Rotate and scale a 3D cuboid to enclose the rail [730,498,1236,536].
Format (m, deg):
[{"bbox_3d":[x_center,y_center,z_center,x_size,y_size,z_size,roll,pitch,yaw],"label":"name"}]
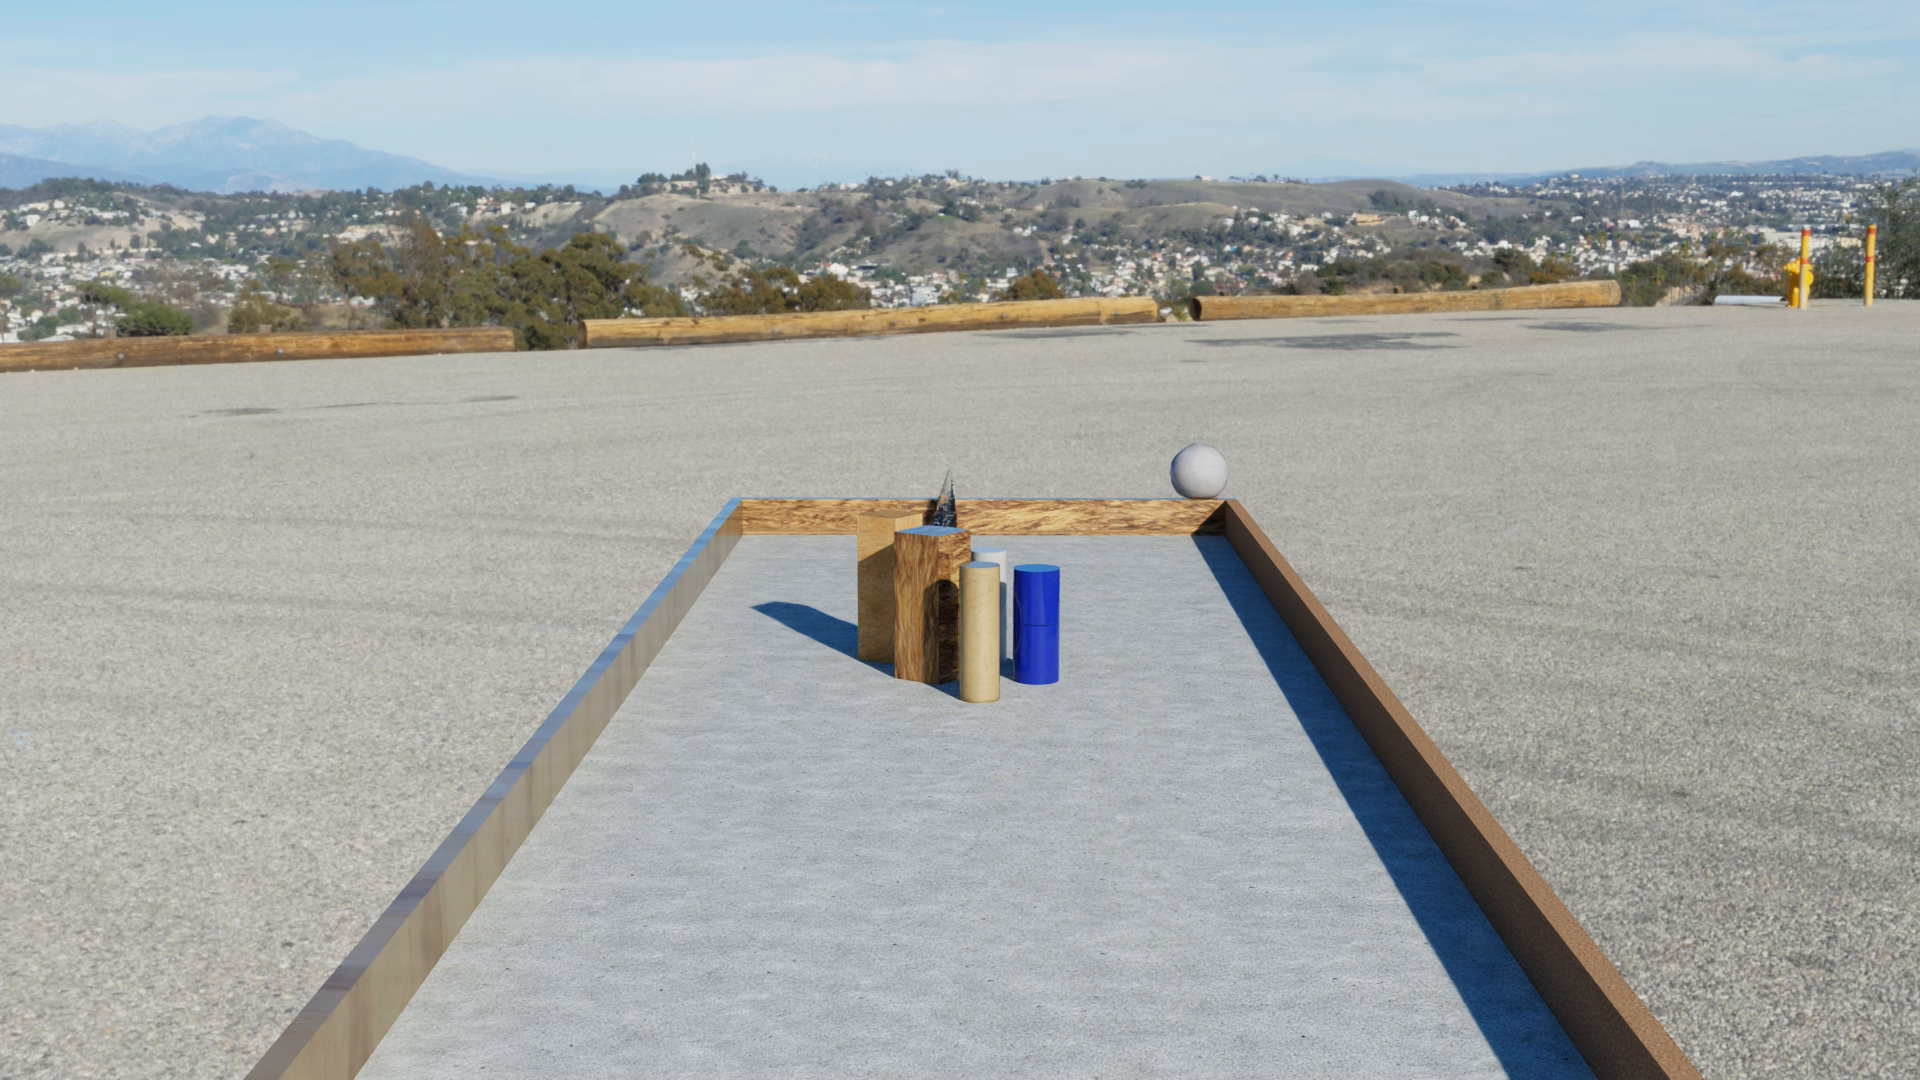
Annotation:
[{"bbox_3d":[0.099,-0.098,9.147,2.100,0.150,0.050,0,9,1],"label":"rail"}]

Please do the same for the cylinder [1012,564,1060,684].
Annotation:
[{"bbox_3d":[0.222,0.245,6.406,0.137,0.332,0.137,0,9,0],"label":"cylinder"}]

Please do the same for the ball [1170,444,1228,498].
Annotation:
[{"bbox_3d":[1.001,-0.282,9.207,0.246,0.246,0.246,0,9,0],"label":"ball"}]

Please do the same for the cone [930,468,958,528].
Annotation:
[{"bbox_3d":[-0.056,-0.164,9.039,0.134,0.302,0.134,6,11,-1],"label":"cone"}]

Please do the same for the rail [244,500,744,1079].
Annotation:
[{"bbox_3d":[-1.004,0.839,3.234,0.050,0.150,12.000,0,9,1],"label":"rail"}]

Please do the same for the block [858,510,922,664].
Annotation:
[{"bbox_3d":[-0.213,0.141,6.700,0.141,0.444,0.141,6,11,32],"label":"block"}]

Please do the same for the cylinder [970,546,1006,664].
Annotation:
[{"bbox_3d":[0.087,0.199,6.661,0.110,0.342,0.110,0,9,0],"label":"cylinder"}]

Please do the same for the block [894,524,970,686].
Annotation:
[{"bbox_3d":[-0.080,0.188,6.434,0.160,0.435,0.160,6,11,35],"label":"block"}]

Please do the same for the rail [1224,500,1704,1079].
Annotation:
[{"bbox_3d":[1.046,0.843,3.208,0.050,0.150,12.000,0,9,1],"label":"rail"}]

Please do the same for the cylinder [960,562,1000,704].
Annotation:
[{"bbox_3d":[0.055,0.258,6.160,0.115,0.382,0.115,0,9,0],"label":"cylinder"}]
